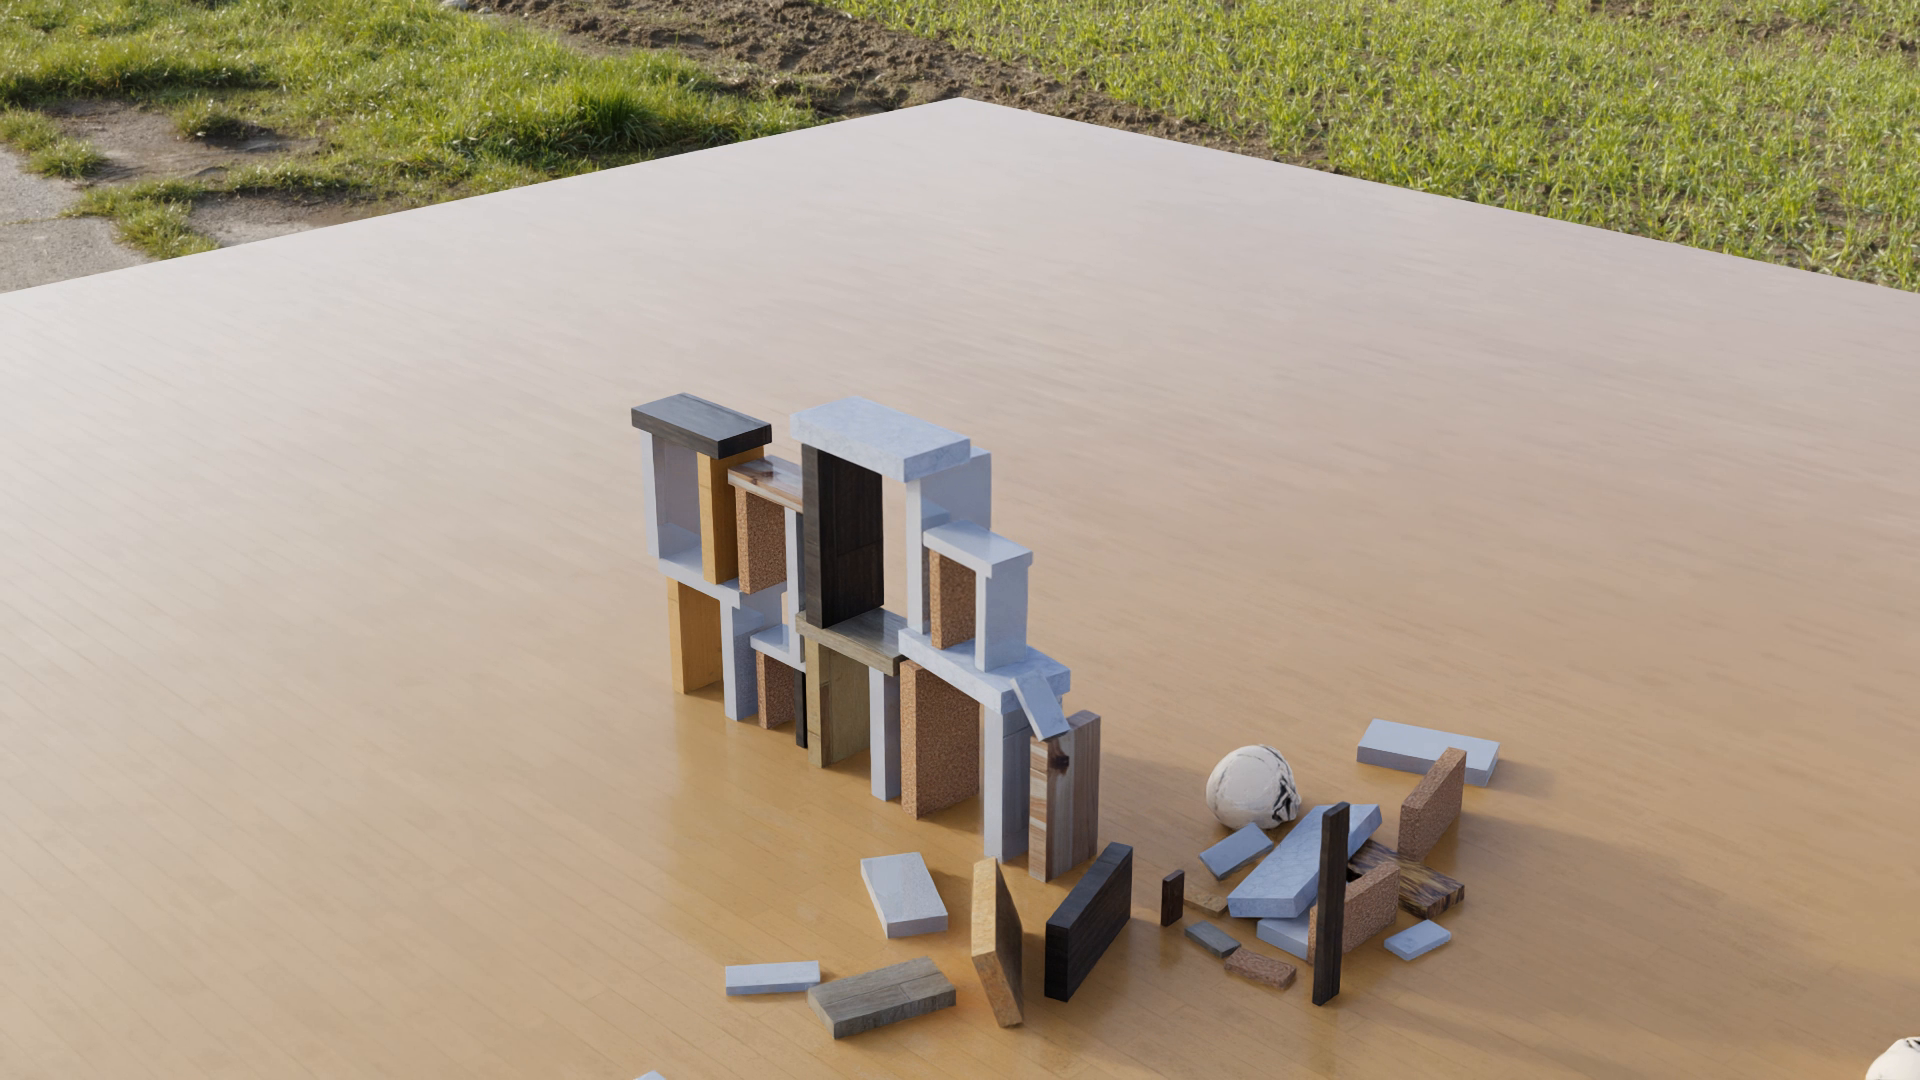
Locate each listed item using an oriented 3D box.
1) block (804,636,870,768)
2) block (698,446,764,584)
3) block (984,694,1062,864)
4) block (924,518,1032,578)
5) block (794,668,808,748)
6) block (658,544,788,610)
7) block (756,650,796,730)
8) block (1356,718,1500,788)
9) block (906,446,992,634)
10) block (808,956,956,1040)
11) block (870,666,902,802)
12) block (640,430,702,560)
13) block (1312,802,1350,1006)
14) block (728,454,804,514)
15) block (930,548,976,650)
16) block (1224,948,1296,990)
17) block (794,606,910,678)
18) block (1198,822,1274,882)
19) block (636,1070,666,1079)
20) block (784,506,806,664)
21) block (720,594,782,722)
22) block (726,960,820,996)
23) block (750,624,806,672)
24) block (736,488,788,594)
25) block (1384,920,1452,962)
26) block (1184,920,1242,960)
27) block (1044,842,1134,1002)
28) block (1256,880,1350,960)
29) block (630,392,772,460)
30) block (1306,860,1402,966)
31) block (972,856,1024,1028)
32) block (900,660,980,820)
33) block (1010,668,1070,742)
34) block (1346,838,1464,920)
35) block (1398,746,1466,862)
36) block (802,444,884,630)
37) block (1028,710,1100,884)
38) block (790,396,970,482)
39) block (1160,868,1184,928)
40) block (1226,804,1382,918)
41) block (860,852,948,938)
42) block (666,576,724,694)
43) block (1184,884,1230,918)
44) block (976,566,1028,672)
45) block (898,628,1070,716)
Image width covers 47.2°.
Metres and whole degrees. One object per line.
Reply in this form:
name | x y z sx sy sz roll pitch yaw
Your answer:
block | -0.254 0.320 4.630 0.147 0.294 0.042 -21 31 -41
block | -0.487 -0.065 4.721 0.042 0.294 0.147 21 31 41
block | 0.123 0.446 4.280 0.047 0.335 0.167 21 31 41
block | 0.033 0.015 4.186 0.102 0.029 0.203 -18 29 -36
block | -0.310 0.346 4.710 0.092 0.184 0.026 -21 31 -41
block | -0.520 0.073 4.825 0.279 0.040 0.140 21 31 41
block | -0.397 0.312 4.790 0.026 0.184 0.092 21 31 41
block | 0.991 0.449 4.654 0.272 0.039 0.136 10 25 22
block | -0.022 0.000 4.338 0.172 0.344 0.049 -16 28 -34
block | -0.136 0.797 3.840 0.231 0.033 0.116 -11 25 -24
block | -0.115 0.374 4.502 0.147 0.294 0.042 -21 31 -41
block | -0.626 -0.119 4.849 0.042 0.294 0.147 21 31 41
block | 0.640 0.630 3.792 0.057 0.378 0.016 -21 30 -41
block | -0.360 -0.117 4.570 0.238 0.034 0.119 21 31 41
block | -0.010 0.103 4.276 0.102 0.203 0.029 -19 28 -38
block | 0.538 0.766 3.934 0.114 0.016 0.057 14 27 30
block | -0.185 0.192 4.501 0.147 0.042 0.294 -21 31 -41
block | 0.534 0.602 4.248 0.130 0.018 0.065 -28 45 -15
block | -0.558 0.929 3.424 0.231 0.116 0.033 -20 31 -39
block | -0.305 0.079 4.593 0.119 0.345 0.034 -21 31 -41
block | -0.454 0.245 4.826 0.040 0.279 0.140 21 31 41
block | -0.332 0.778 3.904 0.166 0.018 0.065 -2 23 -6
block | -0.354 0.232 4.709 0.184 0.026 0.092 21 31 41
block | -0.417 -0.014 4.675 0.034 0.238 0.119 21 31 40
block | 0.836 0.731 4.018 0.114 0.016 0.057 -16 28 -33
block | 0.462 0.730 4.022 0.049 0.014 0.098 -16 28 -34
block | 0.233 0.683 3.956 0.043 0.152 0.303 11 25 23
block | 0.666 0.697 4.076 0.116 0.033 0.231 20 30 39
block | -0.556 -0.247 4.720 0.294 0.042 0.147 21 31 41
block | 0.718 0.682 4.004 0.231 0.116 0.033 -21 31 -40
block | 0.067 0.708 3.891 0.043 0.152 0.303 -17 22 8
block | -0.039 0.382 4.433 0.167 0.335 0.047 -18 29 -37
block | 0.150 0.309 4.123 0.065 0.018 0.130 -16 72 -33
block | 0.832 0.646 4.195 0.116 0.033 0.231 -19 30 -38
block | 0.932 0.528 4.342 0.039 0.136 0.272 13 26 28
block | -0.236 -0.028 4.466 0.172 0.390 0.049 -21 31 -40
block | 0.201 0.491 4.215 0.043 0.303 0.152 21 31 40
block | -0.159 -0.201 4.311 0.172 0.049 0.344 -20 30 -38
block | 0.394 0.663 4.072 0.014 0.098 0.049 20 30 38
block | 0.664 0.610 4.208 0.136 0.039 0.424 -6 14 35
block | -0.106 0.667 4.146 0.116 0.033 0.231 -6 24 -13
block | -0.586 0.194 4.947 0.040 0.279 0.139 21 31 41
block | 0.457 0.680 4.141 0.098 0.014 0.049 17 28 35
block | 0.079 0.143 4.184 0.102 0.203 0.029 -16 29 -33
block | 0.045 0.235 4.288 0.167 0.047 0.335 -16 28 -33
